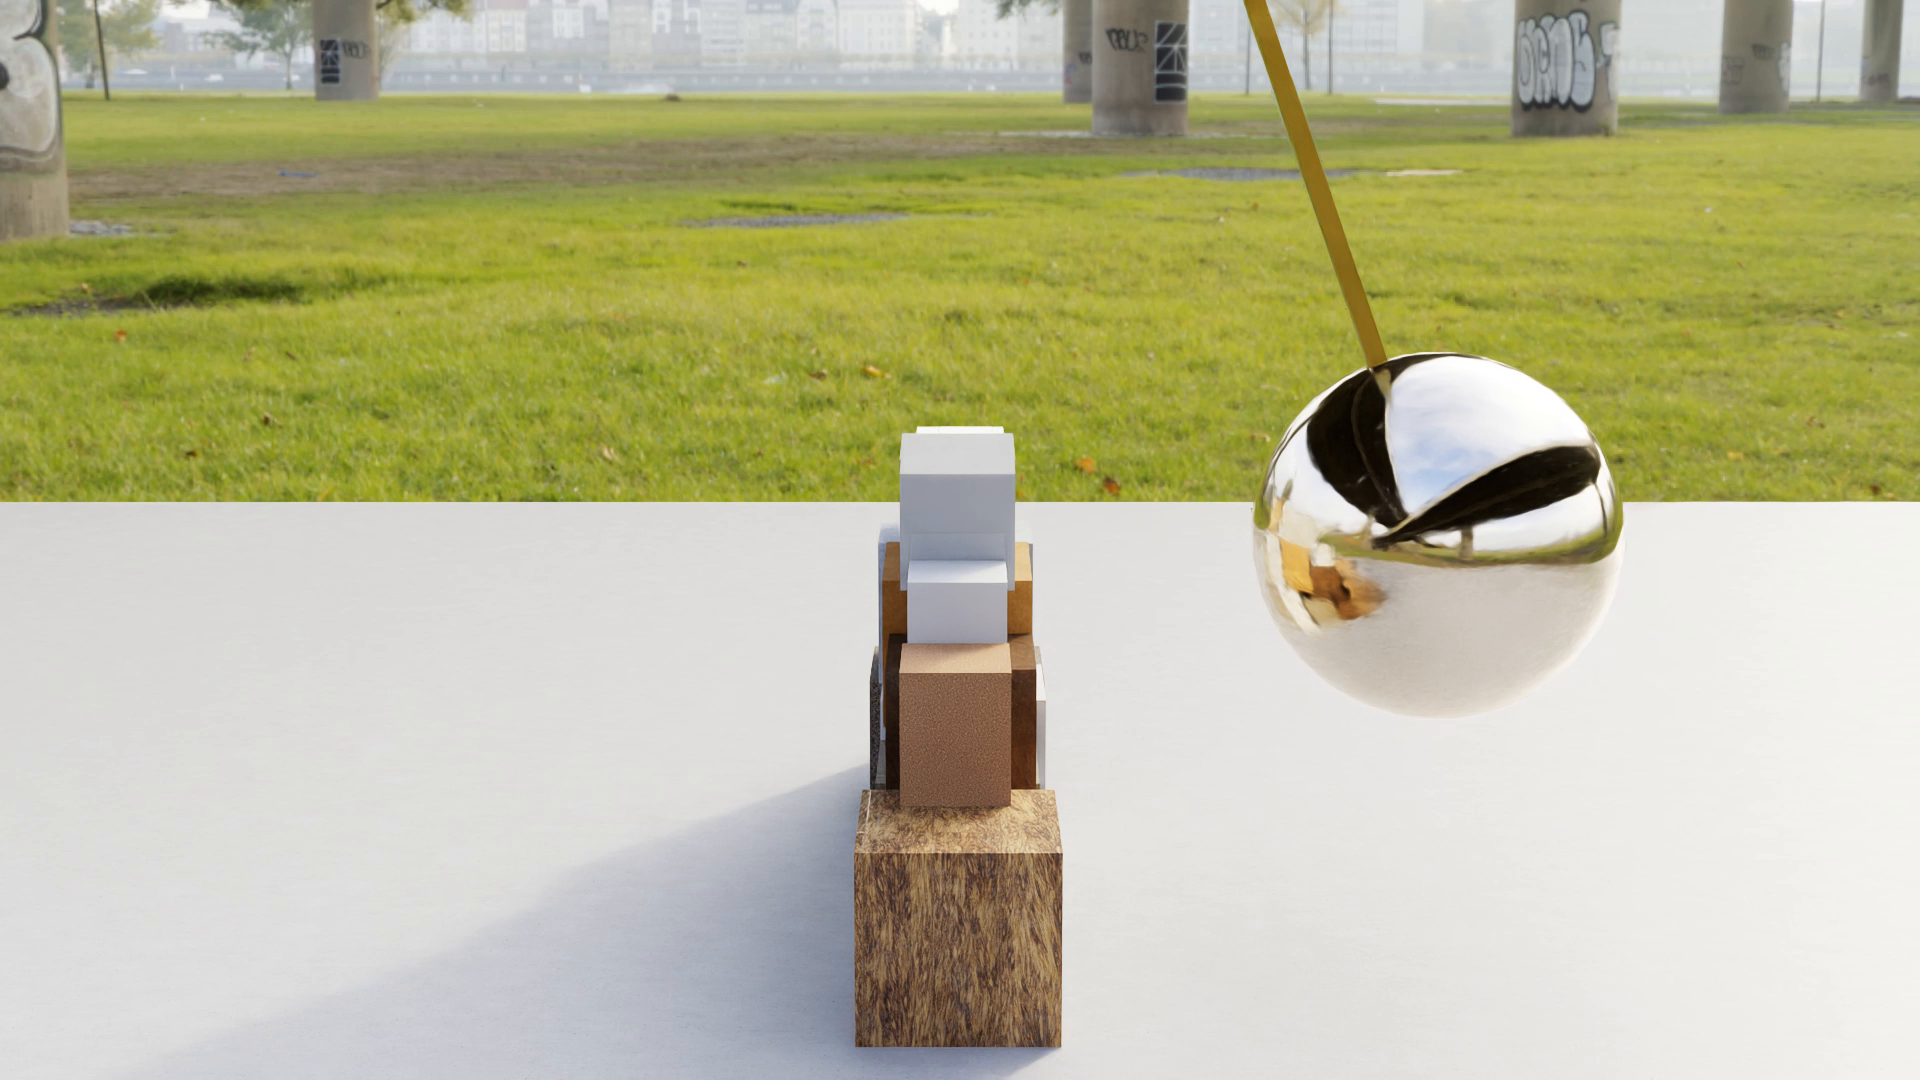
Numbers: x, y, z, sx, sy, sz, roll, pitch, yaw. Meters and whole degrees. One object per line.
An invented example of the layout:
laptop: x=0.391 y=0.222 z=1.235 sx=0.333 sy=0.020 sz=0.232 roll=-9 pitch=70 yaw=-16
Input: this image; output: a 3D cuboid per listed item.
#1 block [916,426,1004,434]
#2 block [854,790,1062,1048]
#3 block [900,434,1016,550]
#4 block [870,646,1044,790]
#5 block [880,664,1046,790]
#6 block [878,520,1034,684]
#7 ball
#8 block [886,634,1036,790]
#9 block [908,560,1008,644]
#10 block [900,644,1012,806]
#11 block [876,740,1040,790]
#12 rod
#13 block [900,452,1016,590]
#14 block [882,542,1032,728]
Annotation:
block: x=0.001 y=-0.274 z=11.876 sx=0.401 sy=0.443 sz=0.445 roll=0 pitch=10 yaw=0
block: x=-0.006 y=1.416 z=9.720 sx=0.753 sy=0.736 sz=0.834 roll=0 pitch=10 yaw=0
block: x=-0.011 y=-0.189 z=11.310 sx=0.497 sy=0.459 sz=0.575 roll=0 pitch=14 yaw=0
block: x=-0.014 y=0.937 z=12.476 sx=0.823 sy=0.693 sz=0.761 roll=0 pitch=10 yaw=0
block: x=0.014 y=1.028 z=11.743 sx=0.733 sy=0.777 sz=0.696 roll=0 pitch=10 yaw=0
block: x=-0.020 y=0.279 z=11.882 sx=0.698 sy=0.647 sz=0.611 roll=0 pitch=10 yaw=0
ball: x=2.074 y=-0.021 z=11.177 sx=1.600 sy=1.600 sz=1.600 roll=0 pitch=10 yaw=0
block: x=0.004 y=0.732 z=10.619 sx=0.607 sy=0.563 sz=0.604 roll=0 pitch=12 yaw=0
block: x=-0.010 y=0.300 z=10.444 sx=0.398 sy=0.354 sz=0.415 roll=0 pitch=12 yaw=0
block: x=-0.017 y=0.717 z=10.041 sx=0.426 sy=0.525 sz=0.514 roll=0 pitch=10 yaw=0
block: x=-0.010 y=1.242 z=11.059 sx=0.684 sy=0.599 sz=0.706 roll=0 pitch=10 yaw=0
rod: x=0.899 y=-3.160 z=10.606 sx=0.080 sy=5.200 sz=0.080 roll=-20 pitch=10 yaw=4
block: x=-0.010 y=-0.083 z=10.800 sx=0.475 sy=0.495 sz=0.446 roll=0 pitch=14 yaw=0
block: x=-0.012 y=0.403 z=11.214 sx=0.631 sy=0.647 sz=0.689 roll=0 pitch=14 yaw=0
